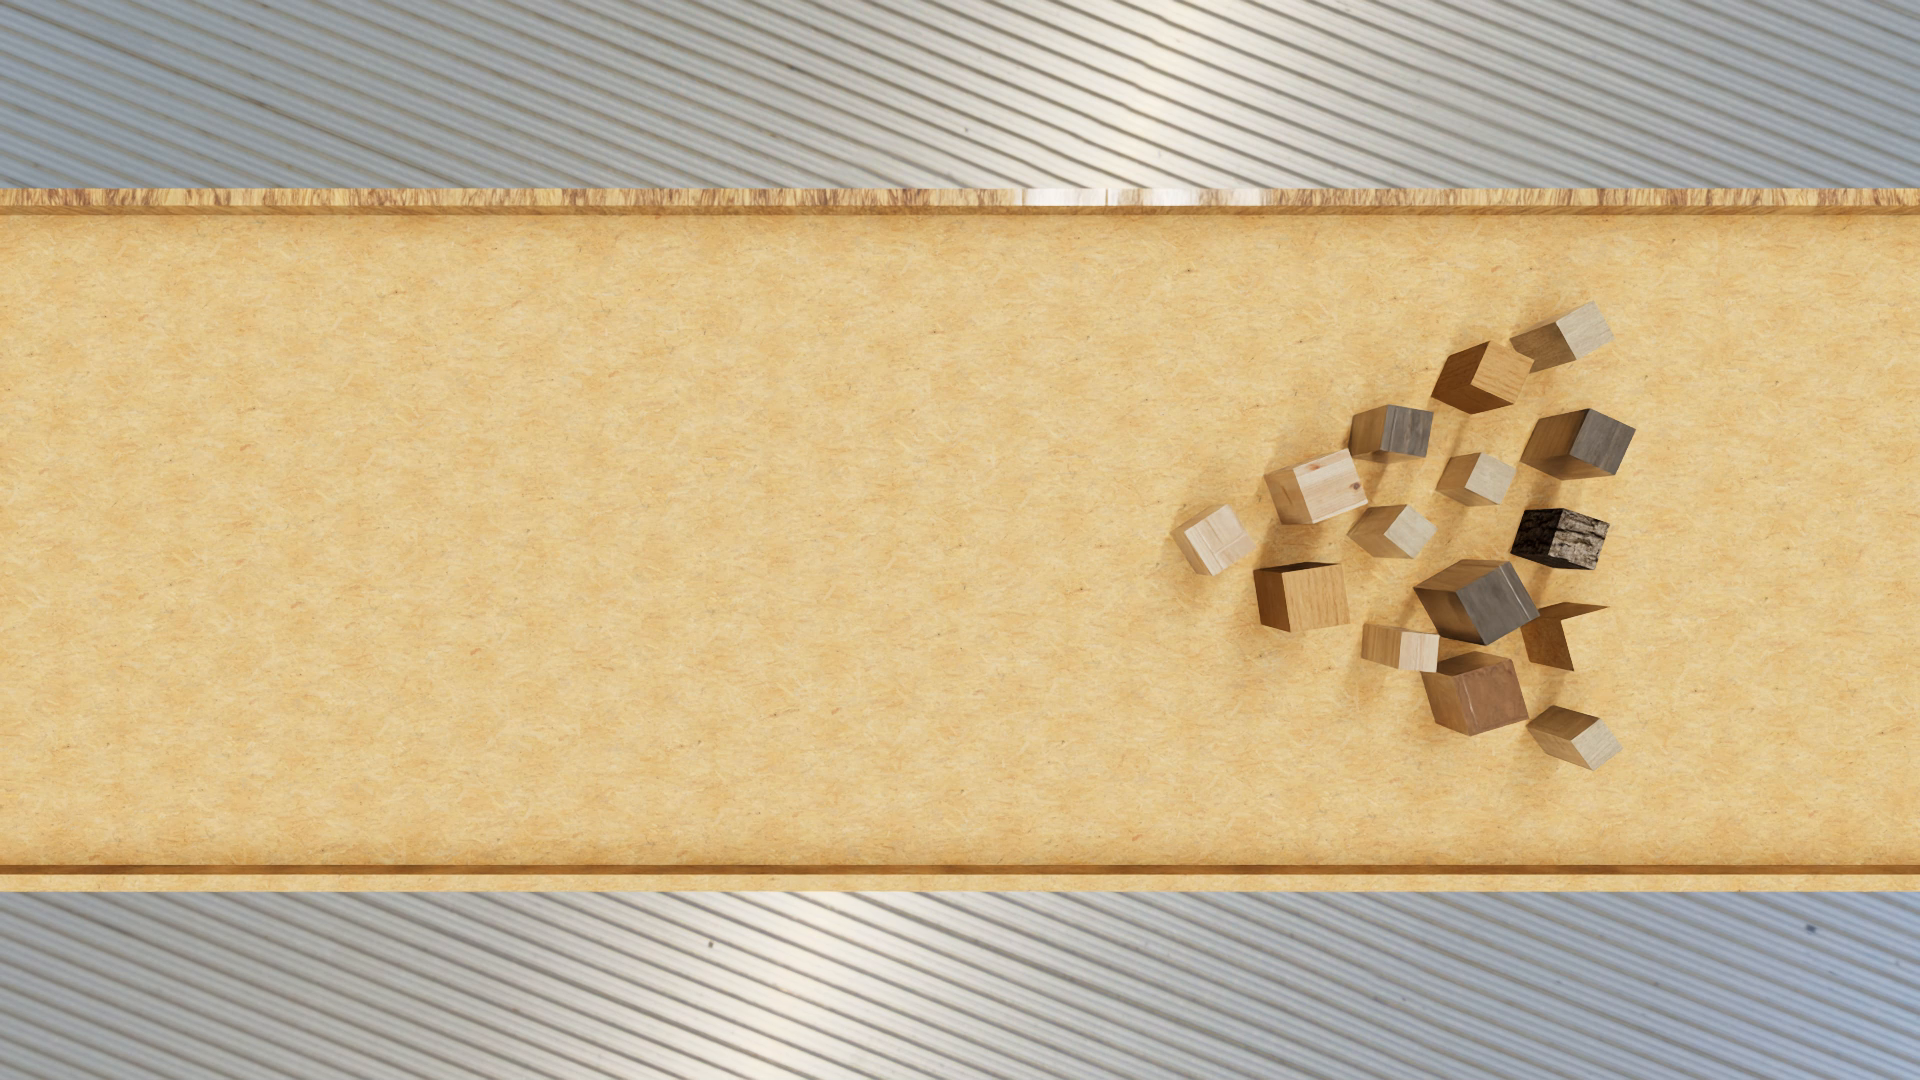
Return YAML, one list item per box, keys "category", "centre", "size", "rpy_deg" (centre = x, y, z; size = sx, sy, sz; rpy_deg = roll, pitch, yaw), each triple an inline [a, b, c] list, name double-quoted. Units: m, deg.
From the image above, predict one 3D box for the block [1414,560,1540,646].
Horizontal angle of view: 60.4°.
- category: "block"
  centre: [1.513, 0.179, 4.858]
  size: [0.176, 0.438, 0.176]
  rpy_deg: [-30, 90, 0]

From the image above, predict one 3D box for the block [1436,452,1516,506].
- category: "block"
  centre: [1.537, -0.179, 4.925]
  size: [0.114, 0.302, 0.114]
  rpy_deg: [26, 90, 0]

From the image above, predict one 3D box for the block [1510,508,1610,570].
- category: "block"
  centre: [1.783, -0.003, 4.912]
  size: [0.142, 0.328, 0.142]
  rpy_deg: [18, 90, 0]

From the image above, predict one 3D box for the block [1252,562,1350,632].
- category: "block"
  centre: [0.997, 0.163, 4.847]
  size: [0.170, 0.460, 0.170]
  rpy_deg: [-9, 90, 0]

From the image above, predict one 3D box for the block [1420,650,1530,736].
- category: "block"
  centre: [1.524, 0.453, 4.906]
  size: [0.180, 0.341, 0.180]
  rpy_deg: [-17, 90, 0]

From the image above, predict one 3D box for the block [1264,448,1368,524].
- category: "block"
  centre: [1.039, -0.152, 4.850]
  size: [0.164, 0.454, 0.164]
  rpy_deg: [-20, 90, 0]

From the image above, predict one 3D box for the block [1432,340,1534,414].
- category: "block"
  centre: [1.538, -0.476, 4.877]
  size: [0.137, 0.400, 0.137]
  rpy_deg: [24, 90, 0]

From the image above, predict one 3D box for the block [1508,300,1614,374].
- category: "block"
  centre: [1.774, -0.595, 4.877]
  size: [0.125, 0.399, 0.125]
  rpy_deg: [-29, 90, 0]

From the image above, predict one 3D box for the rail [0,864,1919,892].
- category: "rail"
  centre: [-2.247, 1.025, 5.001]
  size: [12.000, 0.150, 0.050]
  rpy_deg: [0, 90, 0]

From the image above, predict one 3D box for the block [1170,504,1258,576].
- category: "block"
  centre: [0.749, -0.001, 4.907]
  size: [0.152, 0.340, 0.152]
  rpy_deg: [-33, 90, 0]

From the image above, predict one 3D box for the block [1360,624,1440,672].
- category: "block"
  centre: [1.291, 0.315, 4.857]
  size: [0.106, 0.439, 0.106]
  rpy_deg: [5, 90, 0]

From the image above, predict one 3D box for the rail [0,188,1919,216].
- category: "rail"
  centre: [-2.247, -1.025, 5.002]
  size: [12.000, 0.150, 0.050]
  rpy_deg: [0, 90, 0]

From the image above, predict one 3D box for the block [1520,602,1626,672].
- category: "block"
  centre: [1.806, 0.283, 4.890]
  size: [0.151, 0.373, 0.151]
  rpy_deg: [-15, 90, 0]

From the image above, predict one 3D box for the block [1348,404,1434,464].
- category: "block"
  centre: [1.264, -0.309, 4.870]
  size: [0.131, 0.414, 0.131]
  rpy_deg: [10, 90, 0]

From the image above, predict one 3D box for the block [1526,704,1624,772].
- category: "block"
  centre: [1.814, 0.583, 4.885]
  size: [0.108, 0.383, 0.108]
  rpy_deg: [-37, 90, 0]

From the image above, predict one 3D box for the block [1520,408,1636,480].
- category: "block"
  centre: [1.817, -0.278, 4.869]
  size: [0.144, 0.415, 0.144]
  rpy_deg: [24, 90, 0]

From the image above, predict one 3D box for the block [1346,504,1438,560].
- category: "block"
  centre: [1.265, -0.024, 4.852]
  size: [0.110, 0.450, 0.110]
  rpy_deg: [39, 90, 0]
